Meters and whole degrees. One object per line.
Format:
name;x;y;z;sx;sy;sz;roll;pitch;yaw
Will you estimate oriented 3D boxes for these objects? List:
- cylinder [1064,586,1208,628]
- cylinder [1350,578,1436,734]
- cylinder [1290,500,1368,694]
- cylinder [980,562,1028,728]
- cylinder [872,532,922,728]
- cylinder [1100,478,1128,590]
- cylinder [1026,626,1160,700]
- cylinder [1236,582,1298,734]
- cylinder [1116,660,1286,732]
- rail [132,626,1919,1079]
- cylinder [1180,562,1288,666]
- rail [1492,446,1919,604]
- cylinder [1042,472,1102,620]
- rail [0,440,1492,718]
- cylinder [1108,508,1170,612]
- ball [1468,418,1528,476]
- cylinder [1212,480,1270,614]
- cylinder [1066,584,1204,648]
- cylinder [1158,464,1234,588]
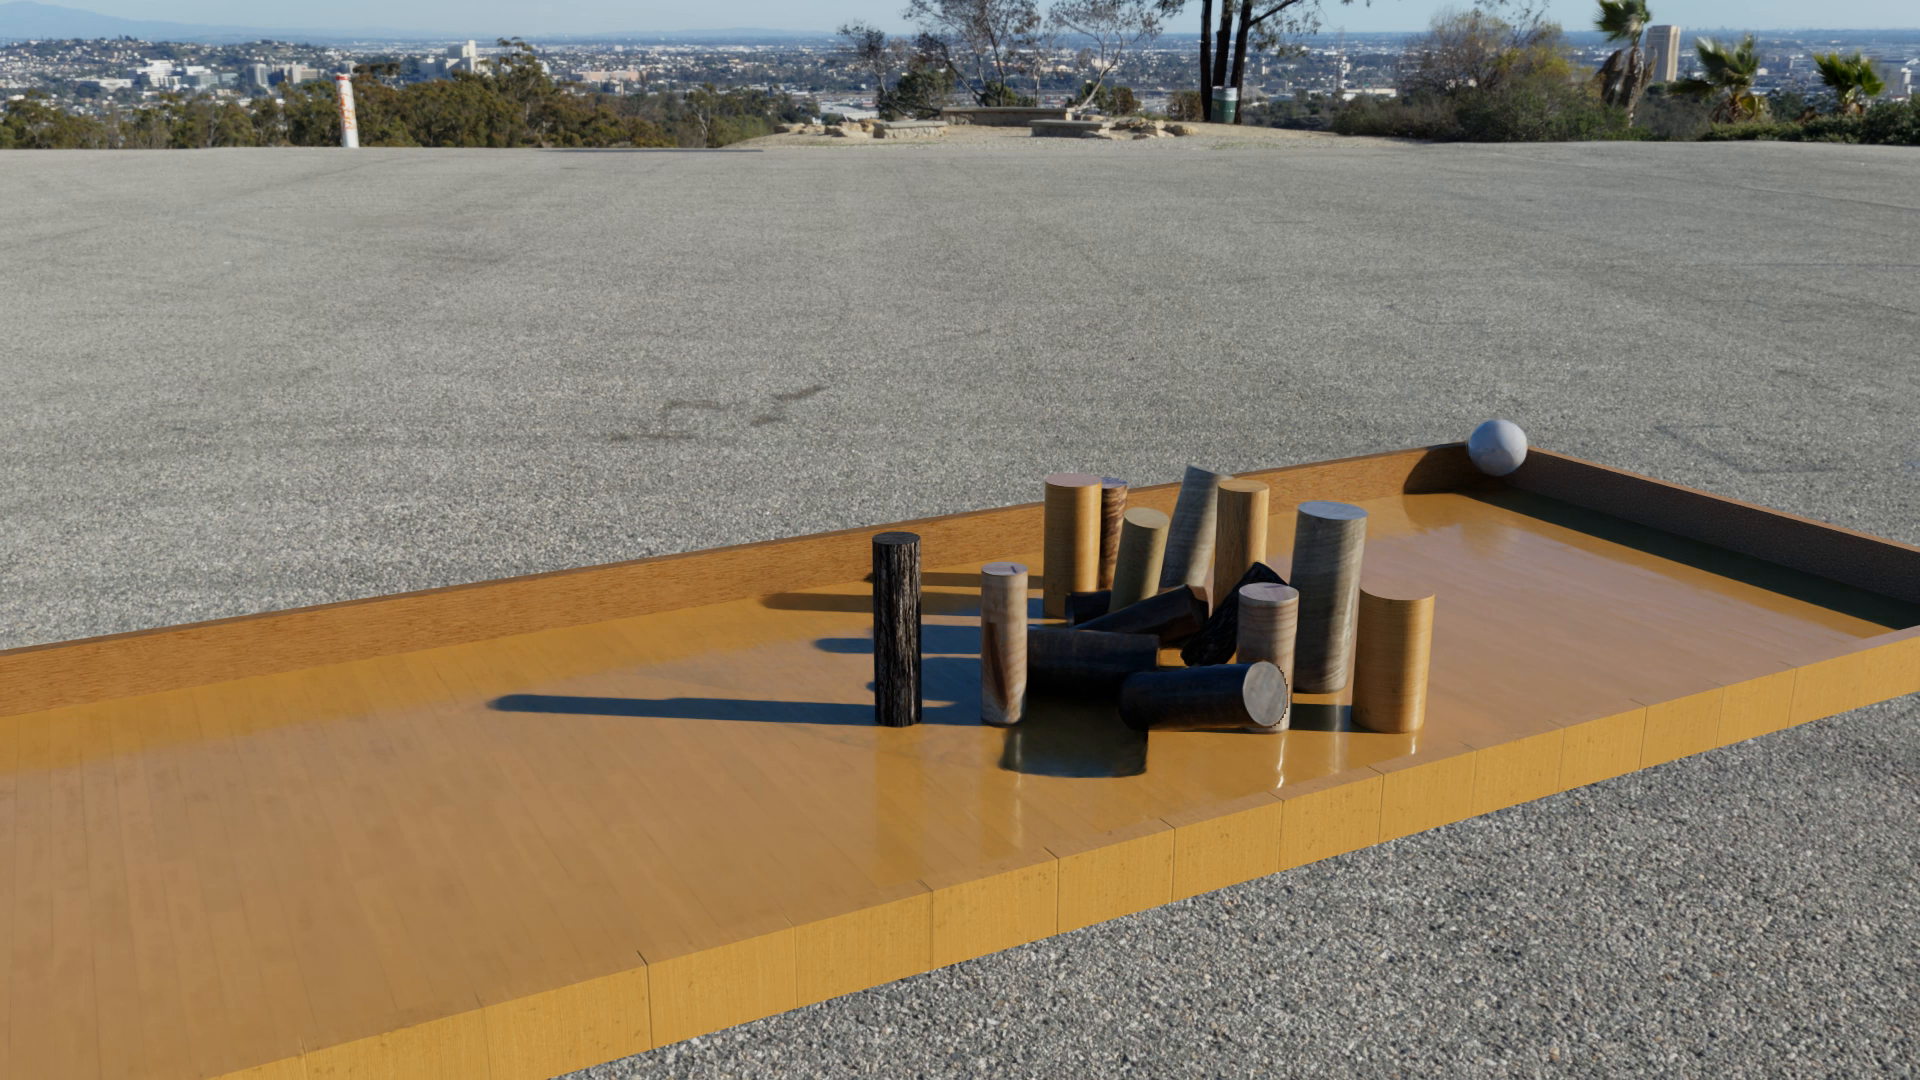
cylinder;0.480;0.192;4.491;0.372;0.119;0.119;-2;17;-8
cylinder;1.012;0.269;3.858;0.170;0.327;0.170;0;16;0
cylinder;0.896;0.140;4.077;0.168;0.445;0.168;3;17;-1
cylinder;0.103;0.245;3.861;0.108;0.373;0.108;0;16;0
cylinder;-0.146;0.209;3.853;0.111;0.446;0.111;0;16;0
cylinder;0.422;-0.018;4.862;0.134;0.312;0.134;0;16;0
cylinder;0.296;0.303;4.034;0.374;0.164;0.164;3;17;10
cylinder;0.711;0.275;3.839;0.136;0.326;0.136;0;16;0
cylinder;0.536;0.353;3.696;0.140;0.140;0.385;-14;2;-39
rail;-2.336;1.006;1.665;12.000;0.150;0.050;-9;18;-27
cylinder;0.684;0.203;4.120;0.105;0.302;0.105;34;17;-12
rail;2.466;-0.048;5.253;0.050;0.150;2.100;-9;18;-27
cylinder;0.314;0.017;4.620;0.158;0.382;0.158;0;16;0
rail;-3.305;0.497;3.399;12.000;0.150;0.050;-9;18;-27
cylinder;0.459;0.108;4.295;0.119;0.374;0.119;5;27;-3
ball;1.932;-0.333;5.927;0.204;0.204;0.204;0;16;0
cylinder;0.739;0.067;4.353;0.132;0.436;0.132;0;16;0
cylinder;0.437;0.226;4.138;0.325;0.127;0.127;-22;11;16
cylinder;0.647;-0.001;4.614;0.136;0.398;0.136;15;7;-2
